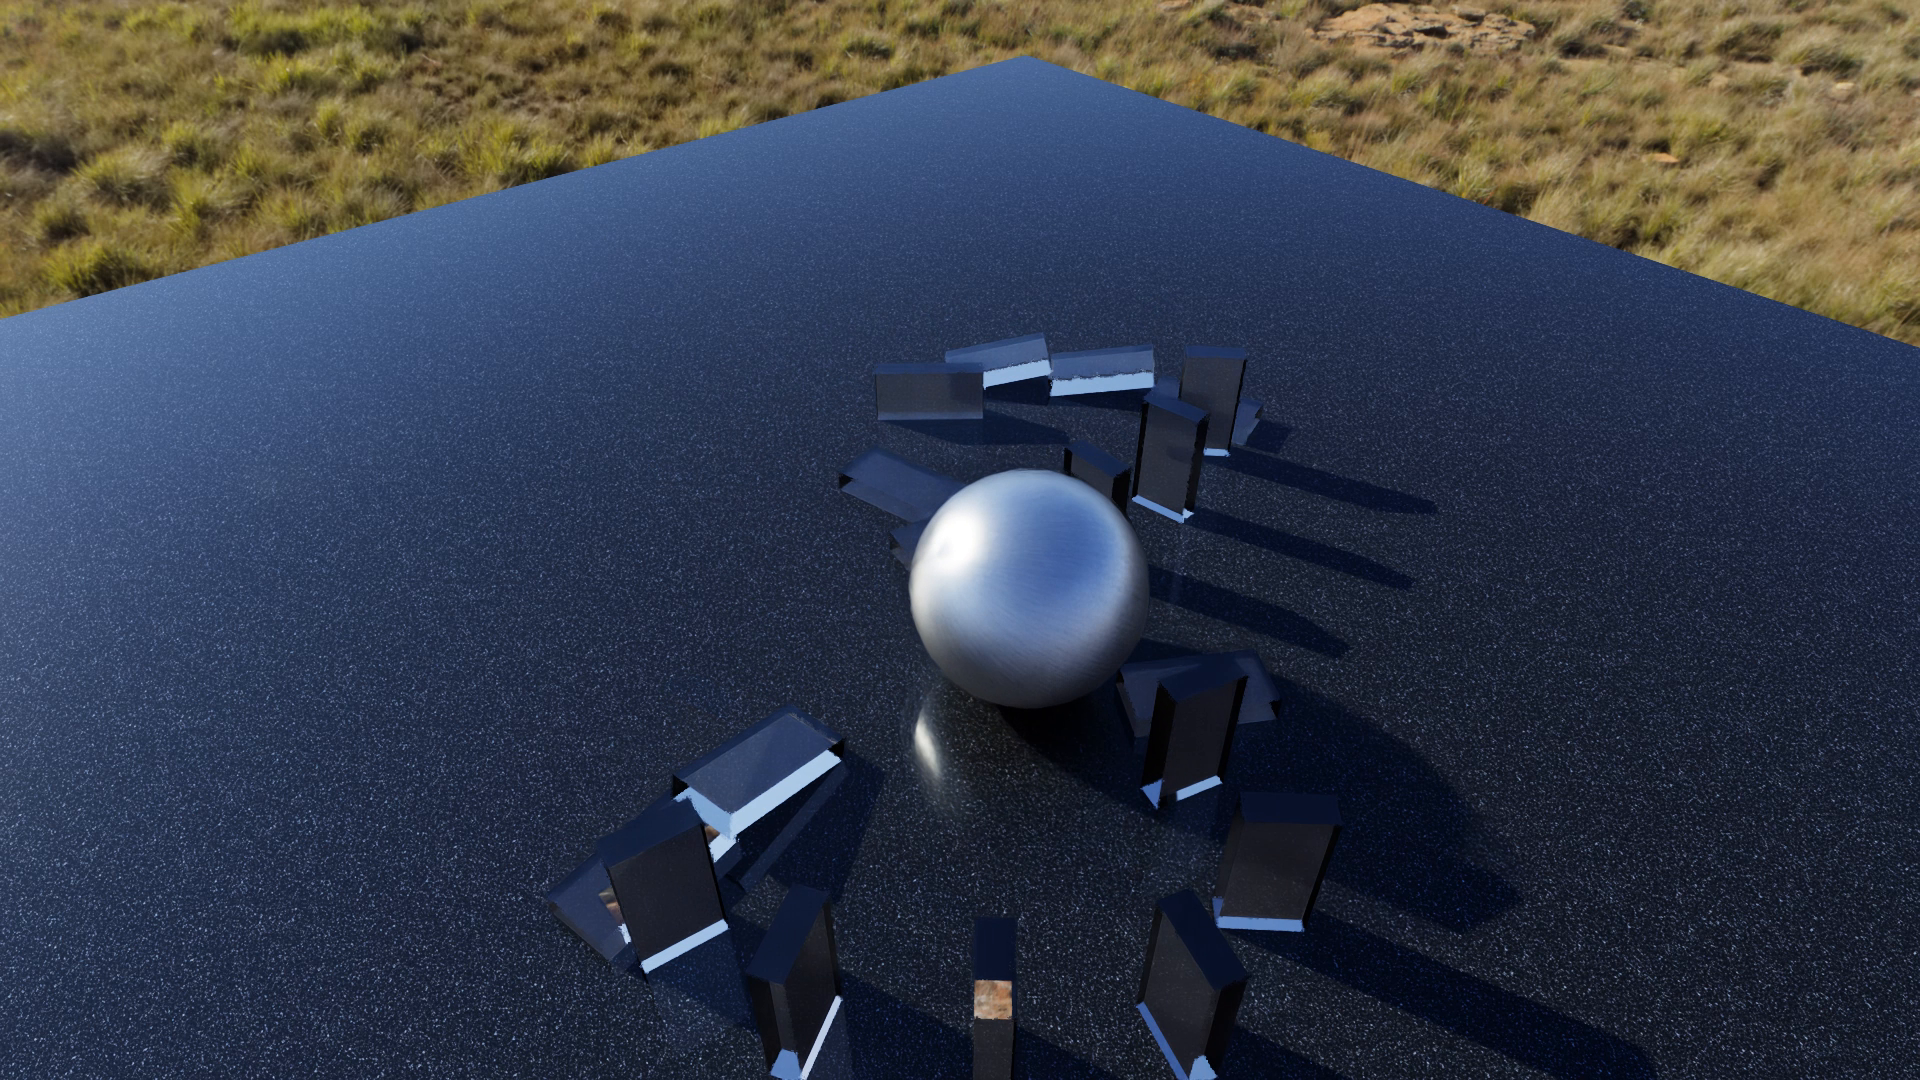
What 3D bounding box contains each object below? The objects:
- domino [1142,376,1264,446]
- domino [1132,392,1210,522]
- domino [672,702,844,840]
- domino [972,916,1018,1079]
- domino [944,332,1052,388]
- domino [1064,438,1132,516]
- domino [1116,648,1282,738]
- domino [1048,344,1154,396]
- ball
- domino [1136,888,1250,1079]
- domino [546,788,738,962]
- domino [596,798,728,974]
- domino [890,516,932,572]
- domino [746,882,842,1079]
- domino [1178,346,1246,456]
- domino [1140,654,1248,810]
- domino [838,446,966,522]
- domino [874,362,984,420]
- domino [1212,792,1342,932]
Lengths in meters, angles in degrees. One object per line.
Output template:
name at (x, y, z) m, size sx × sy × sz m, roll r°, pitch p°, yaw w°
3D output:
domino at (0.114, -0.062, 0.519) m, size 0.050 × 0.010 × 0.025 m, roll 20°, pitch 43°, yaw 23°
domino at (0.086, -0.034, 0.453) m, size 0.025 × 0.050 × 0.009 m, roll 28°, pitch 47°, yaw 30°
domino at (-0.063, 0.072, 0.348) m, size 0.025 × 0.010 × 0.050 m, roll 26°, pitch 33°, yaw 28°
domino at (0.008, 0.117, 0.268) m, size 0.009 × 0.050 × 0.025 m, roll 1°, pitch 39°, yaw 1°
domino at (0.018, -0.088, 0.543) m, size 0.050 × 0.010 × 0.025 m, roll -11°, pitch 39°, yaw 5°
domino at (0.051, -0.011, 0.425) m, size 0.009 × 0.050 × 0.025 m, roll -29°, pitch 47°, yaw -30°
domino at (0.082, 0.052, 0.380) m, size 0.050 × 0.010 × 0.025 m, roll -6°, pitch 40°, yaw -7°
domino at (0.069, -0.083, 0.537) m, size 0.050 × 0.009 × 0.025 m, roll -3°, pitch 38°, yaw 14°
ball at (0.023, 0.016, 0.368) m, size 0.080 × 0.080 × 0.080 m, roll 0°, pitch 39°, yaw 0°
domino at (0.057, 0.113, 0.274) m, size 0.009 × 0.050 × 0.025 m, roll -15°, pitch 42°, yaw -17°
domino at (-0.093, 0.097, 0.326) m, size 0.025 × 0.010 × 0.050 m, roll 25°, pitch 46°, yaw 28°
domino at (-0.079, 0.094, 0.297) m, size 0.025 × 0.050 × 0.009 m, roll -22°, pitch 44°, yaw -25°
domino at (-0.004, 0.010, 0.432) m, size 0.025 × 0.009 × 0.050 m, roll -22°, pitch 44°, yaw -24°
domino at (-0.040, 0.112, 0.275) m, size 0.009 × 0.050 × 0.025 m, roll 12°, pitch 41°, yaw 15°
domino at (0.109, -0.061, 0.486) m, size 0.025 × 0.050 × 0.010 m, roll 4°, pitch 39°, yaw 4°
domino at (0.072, 0.060, 0.339) m, size 0.025 × 0.050 × 0.009 m, roll -16°, pitch 42°, yaw -19°
domino at (-0.025, -0.023, 0.471) m, size 0.050 × 0.010 × 0.025 m, roll 25°, pitch 45°, yaw 27°
domino at (-0.014, -0.070, 0.516) m, size 0.050 × 0.025 × 0.010 m, roll -1°, pitch 39°, yaw -1°
domino at (0.086, 0.089, 0.303) m, size 0.025 × 0.050 × 0.010 m, roll 2°, pitch 39°, yaw 2°
